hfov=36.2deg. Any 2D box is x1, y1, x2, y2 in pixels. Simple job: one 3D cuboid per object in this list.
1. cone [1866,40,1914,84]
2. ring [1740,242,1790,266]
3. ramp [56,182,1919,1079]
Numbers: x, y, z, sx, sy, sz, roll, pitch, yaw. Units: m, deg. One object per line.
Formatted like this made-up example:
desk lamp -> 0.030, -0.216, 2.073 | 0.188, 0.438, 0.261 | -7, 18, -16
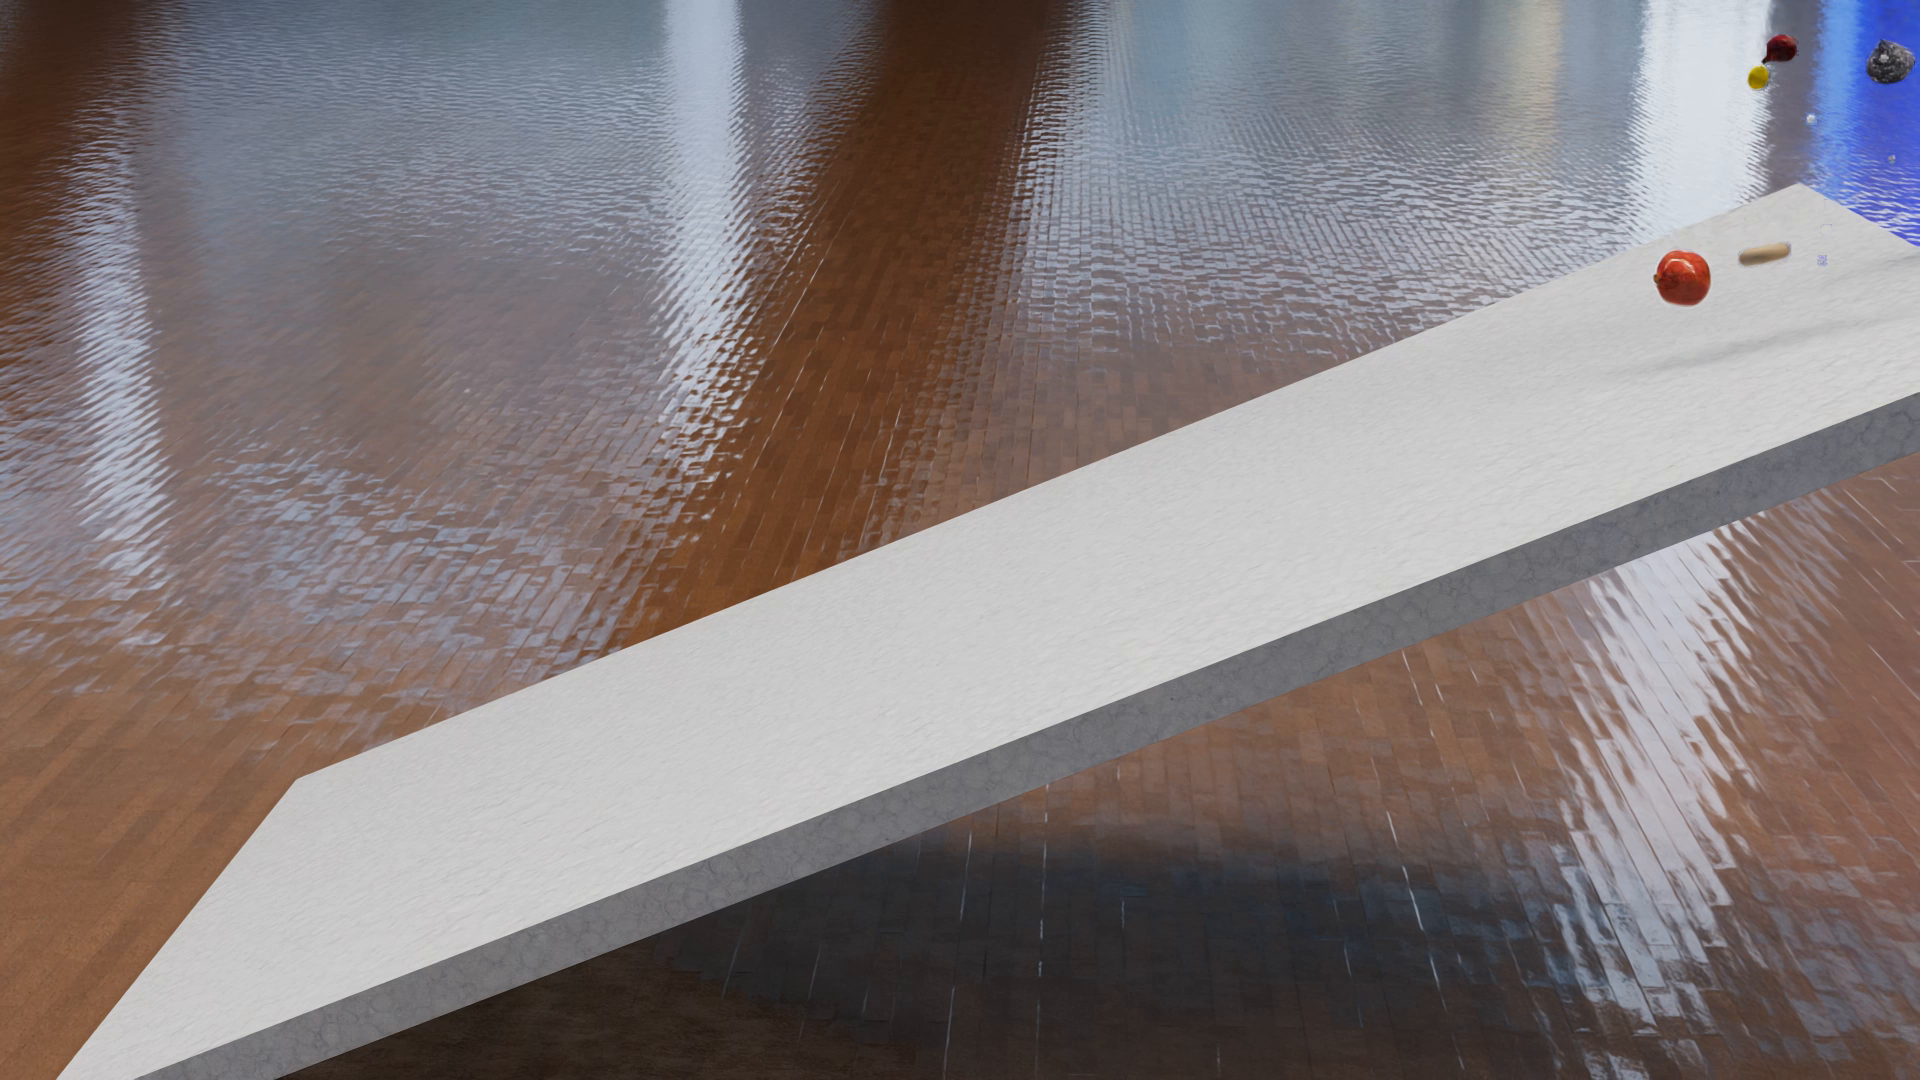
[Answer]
cone -> 1.904, -1.004, 6.048 | 0.097, 0.097, 0.097 | 9, -19, 31
ring -> 1.562, -0.554, 5.710 | 0.098, 0.033, 0.098 | -12, 2, 0
ramp -> 0.127, 0.172, 6.288 | 4.000, 0.100, 2.000 | -22, 12, 8
